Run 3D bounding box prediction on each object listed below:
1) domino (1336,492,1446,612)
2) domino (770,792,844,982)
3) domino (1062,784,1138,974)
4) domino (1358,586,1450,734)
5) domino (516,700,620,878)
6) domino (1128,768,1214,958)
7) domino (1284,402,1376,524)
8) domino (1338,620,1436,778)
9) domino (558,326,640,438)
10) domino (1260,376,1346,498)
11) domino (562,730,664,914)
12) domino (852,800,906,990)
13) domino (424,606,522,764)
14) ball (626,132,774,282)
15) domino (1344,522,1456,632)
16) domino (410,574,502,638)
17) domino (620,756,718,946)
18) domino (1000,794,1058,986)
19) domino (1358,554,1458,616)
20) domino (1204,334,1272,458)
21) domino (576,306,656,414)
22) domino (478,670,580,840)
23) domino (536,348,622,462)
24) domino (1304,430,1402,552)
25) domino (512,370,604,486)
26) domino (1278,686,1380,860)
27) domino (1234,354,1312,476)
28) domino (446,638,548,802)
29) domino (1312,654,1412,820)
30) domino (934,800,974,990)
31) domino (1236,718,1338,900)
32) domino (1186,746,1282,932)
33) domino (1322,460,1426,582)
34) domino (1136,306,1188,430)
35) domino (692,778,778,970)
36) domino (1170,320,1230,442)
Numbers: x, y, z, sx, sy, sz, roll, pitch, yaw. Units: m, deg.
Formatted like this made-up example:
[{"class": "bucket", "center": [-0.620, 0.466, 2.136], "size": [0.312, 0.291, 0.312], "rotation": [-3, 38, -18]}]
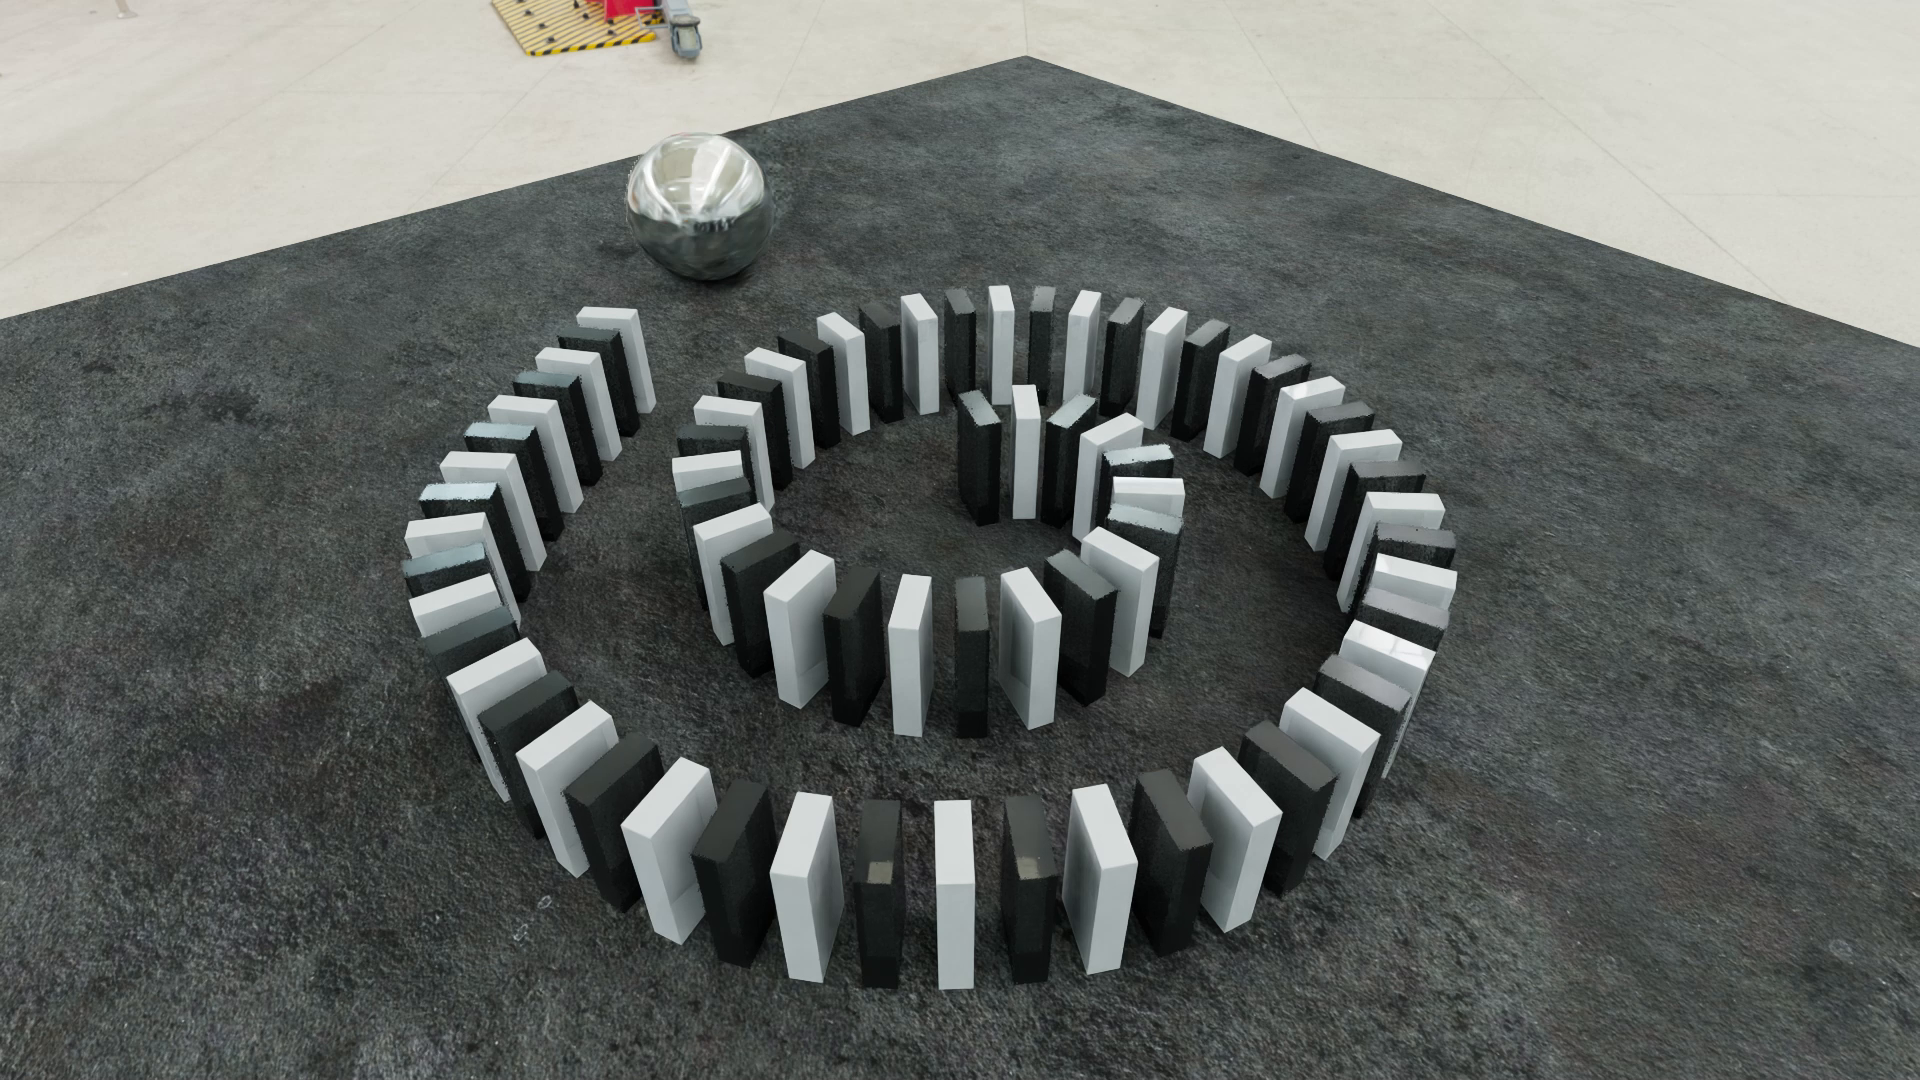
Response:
[{"class": "domino", "center": [0.158, 0.006, 0.405], "size": [0.025, 0.050, 0.009], "rotation": [2, 39, 2]}, {"class": "domino", "center": [-0.040, 0.094, 0.297], "size": [0.009, 0.050, 0.025], "rotation": [6, 40, 7]}, {"class": "domino", "center": [0.037, 0.093, 0.298], "size": [0.010, 0.050, 0.025], "rotation": [-8, 40, -10]}, {"class": "domino", "center": [0.141, 0.041, 0.362], "size": [0.025, 0.050, 0.010], "rotation": [19, 43, 22]}, {"class": "domino", "center": [-0.110, 0.073, 0.322], "size": [0.010, 0.050, 0.025], "rotation": [27, 46, 29]}, {"class": "domino", "center": [0.056, 0.089, 0.302], "size": [0.010, 0.050, 0.025], "rotation": [-12, 41, -14]}, {"class": "domino", "center": [0.150, -0.031, 0.449], "size": [0.025, 0.050, 0.009], "rotation": [-11, 40, -13]}, {"class": "domino", "center": [0.130, 0.051, 0.349], "size": [0.025, 0.050, 0.010], "rotation": [24, 45, 26]}, {"class": "domino", "center": [-0.163, -0.071, 0.498], "size": [0.025, 0.050, 0.009], "rotation": [7, 40, 9]}, {"class": "domino", "center": [0.144, -0.043, 0.464], "size": [0.025, 0.050, 0.009], "rotation": [-15, 42, -17]}, {"class": "domino", "center": [-0.094, 0.081, 0.313], "size": [0.010, 0.050, 0.025], "rotation": [22, 44, 25]}, {"class": "domino", "center": [-0.021, 0.096, 0.295], "size": [0.009, 0.050, 0.025], "rotation": [2, 39, 2]}, {"class": "domino", "center": [-0.151, 0.047, 0.354], "size": [0.025, 0.050, 0.010], "rotation": [-25, 46, -28]}, {"class": "ball", "center": [-0.145, -0.186, 0.615], "size": [0.080, 0.080, 0.080], "rotation": [0, 39, 0]}, {"class": "domino", "center": [0.155, 0.018, 0.390], "size": [0.025, 0.050, 0.009], "rotation": [8, 40, 10]}, {"class": "domino", "center": [-0.162, 0.037, 0.367], "size": [0.025, 0.050, 0.009], "rotation": [-21, 44, -24]}, {"class": "domino", "center": [-0.077, 0.087, 0.305], "size": [0.009, 0.050, 0.025], "rotation": [17, 42, 20]}, {"class": "domino", "center": [0.018, 0.095, 0.296], "size": [0.009, 0.050, 0.025], "rotation": [-4, 40, -5]}, {"class": "domino", "center": [0.149, 0.029, 0.375], "size": [0.025, 0.050, 0.009], "rotation": [15, 42, 17]}, {"class": "domino", "center": [0.123, -0.064, 0.489], "size": [0.025, 0.050, 0.009], "rotation": [-31, 48, -32]}, {"class": "domino", "center": [-0.160, -0.083, 0.513], "size": [0.025, 0.050, 0.010], "rotation": [4, 39, 5]}, {"class": "domino", "center": [-0.125, 0.065, 0.332], "size": [0.009, 0.050, 0.025], "rotation": [31, 48, 32]}, {"class": "domino", "center": [-0.167, -0.059, 0.484], "size": [0.025, 0.050, 0.010], "rotation": [8, 40, 9]}, {"class": "domino", "center": [0.155, -0.019, 0.435], "size": [0.025, 0.050, 0.009], "rotation": [-7, 40, -8]}, {"class": "domino", "center": [-0.171, -0.047, 0.469], "size": [0.025, 0.050, 0.010], "rotation": [7, 40, 9]}, {"class": "domino", "center": [0.105, 0.070, 0.326], "size": [0.009, 0.050, 0.025], "rotation": [-31, 49, -32]}, {"class": "domino", "center": [0.135, -0.054, 0.477], "size": [0.025, 0.050, 0.009], "rotation": [-21, 44, -24]}, {"class": "domino", "center": [-0.138, 0.057, 0.342], "size": [0.025, 0.050, 0.010], "rotation": [-30, 48, -31]}, {"class": "domino", "center": [0.118, 0.061, 0.337], "size": [0.025, 0.050, 0.010], "rotation": [28, 47, 30]}, {"class": "domino", "center": [-0.002, 0.096, 0.295], "size": [0.010, 0.050, 0.025], "rotation": [-1, 39, -2]}, {"class": "domino", "center": [0.090, 0.078, 0.316], "size": [0.009, 0.050, 0.025], "rotation": [-25, 46, -28]}, {"class": "domino", "center": [0.074, 0.085, 0.308], "size": [0.010, 0.050, 0.025], "rotation": [-18, 43, -21]}, {"class": "domino", "center": [0.157, -0.007, 0.420], "size": [0.025, 0.050, 0.009], "rotation": [-3, 39, -3]}, {"class": "domino", "center": [0.093, -0.079, 0.508], "size": [0.009, 0.050, 0.025], "rotation": [21, 44, 24]}, {"class": "domino", "center": [-0.059, 0.091, 0.300], "size": [0.010, 0.050, 0.025], "rotation": [11, 41, 13]}, {"class": "domino", "center": [0.109, -0.072, 0.499], "size": [0.010, 0.050, 0.025], "rotation": [27, 46, 29]}]
